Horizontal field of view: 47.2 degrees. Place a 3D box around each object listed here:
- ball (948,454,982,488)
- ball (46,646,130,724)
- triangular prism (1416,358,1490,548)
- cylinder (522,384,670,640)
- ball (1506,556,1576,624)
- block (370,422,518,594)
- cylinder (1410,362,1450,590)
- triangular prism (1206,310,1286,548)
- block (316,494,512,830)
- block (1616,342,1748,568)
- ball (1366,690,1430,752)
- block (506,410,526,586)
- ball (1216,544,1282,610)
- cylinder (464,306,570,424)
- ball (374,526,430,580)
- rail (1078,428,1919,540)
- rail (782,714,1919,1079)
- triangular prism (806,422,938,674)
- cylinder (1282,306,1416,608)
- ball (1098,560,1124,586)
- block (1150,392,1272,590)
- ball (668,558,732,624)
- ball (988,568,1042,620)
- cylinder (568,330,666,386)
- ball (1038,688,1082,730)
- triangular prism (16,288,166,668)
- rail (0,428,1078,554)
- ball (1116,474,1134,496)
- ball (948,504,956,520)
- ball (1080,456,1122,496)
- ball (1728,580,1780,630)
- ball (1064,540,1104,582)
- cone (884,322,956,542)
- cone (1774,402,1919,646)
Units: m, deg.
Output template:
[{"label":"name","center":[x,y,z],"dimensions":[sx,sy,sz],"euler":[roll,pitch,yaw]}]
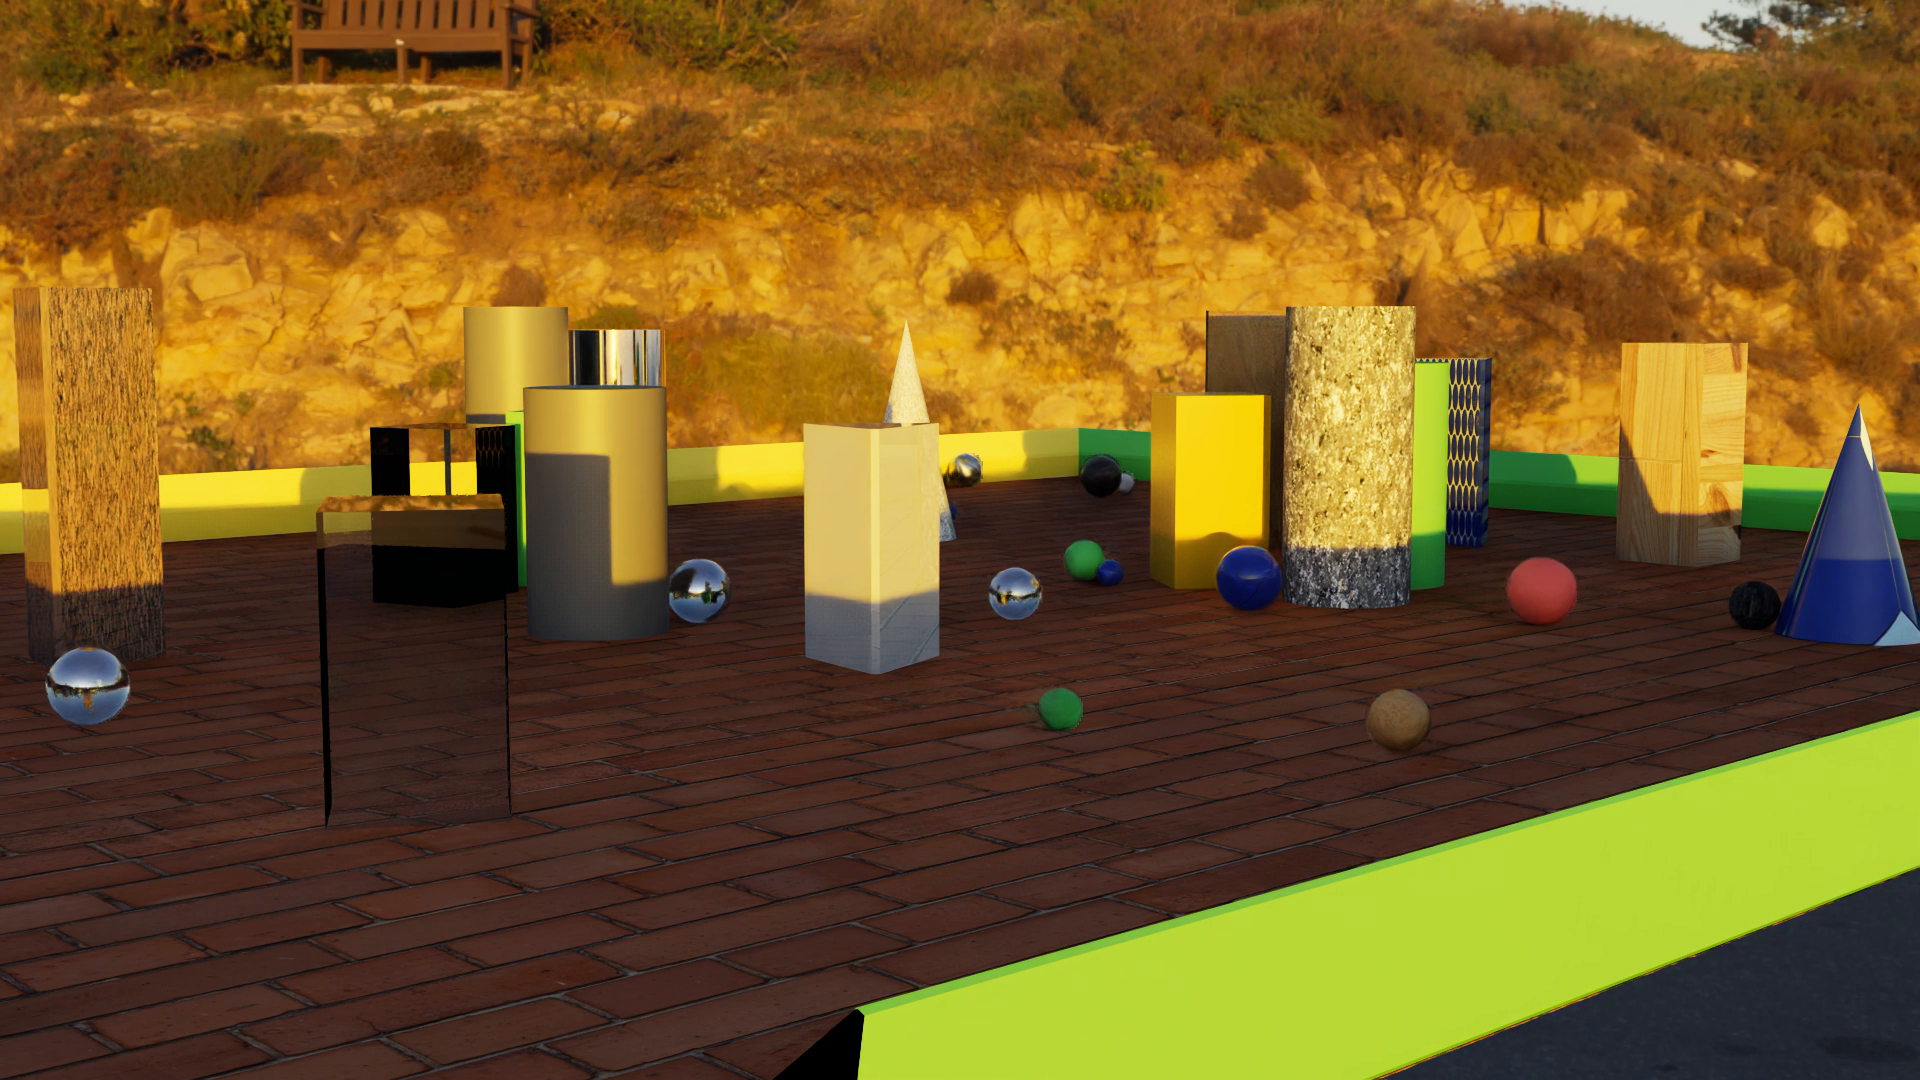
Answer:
[{"label":"ball","center":[0.013,-0.174,5.518],"dimensions":[0.085,0.085,0.085],"euler":[0,6,0]},{"label":"ball","center":[-0.938,0.157,2.365],"dimensions":[0.084,0.084,0.084],"euler":[0,6,0]},{"label":"triangular prism","center":[0.970,-0.172,4.220],"dimensions":[0.146,0.352,0.169],"euler":[-6,8,-42]},{"label":"cylinder","center":[-0.502,-0.042,3.043],"dimensions":[0.195,0.338,0.195],"euler":[0,6,0]},{"label":"ball","center":[0.823,0.072,3.116],"dimensions":[0.096,0.096,0.096],"euler":[0,6,0]},{"label":"block","center":[-0.803,-0.046,3.431],"dimensions":[0.156,0.264,0.156],"euler":[3,7,26]},{"label":"cylinder","center":[0.694,-0.109,3.581],"dimensions":[0.195,0.359,0.195],"euler":[0,6,0]},{"label":"triangular prism","center":[0.551,-0.212,4.163],"dimensions":[0.169,0.443,0.146],"euler":[1,6,8]},{"label":"block","center":[-0.485,0.103,1.964],"dimensions":[0.156,0.274,0.156],"euler":[-1,6,-13]},{"label":"block","center":[1.280,-0.156,3.903],"dimensions":[0.156,0.386,0.156],"euler":[-6,8,-44]},{"label":"ball","center":[0.443,0.182,2.220],"dimensions":[0.063,0.063,0.063],"euler":[0,6,0]},{"label":"block","center":[-0.634,-0.072,3.597],"dimensions":[0.156,0.281,0.156],"euler":[2,6,14]},{"label":"ball","center":[0.429,0.056,3.269],"dimensions":[0.097,0.097,0.097],"euler":[0,6,0]},{"label":"cylinder","center":[-0.844,-0.219,4.198],"dimensions":[0.195,0.449,0.195],"euler":[0,6,0]},{"label":"ball","center":[-0.921,0.022,3.634],"dimensions":[0.088,0.088,0.088],"euler":[0,6,0]},{"label":"rail","center":[1.446,-0.106,4.659],"dimensions":[0.045,0.127,3.378],"euler":[-5,8,-42]},{"label":"rail","center":[1.129,0.161,2.115],"dimensions":[3.984,0.127,0.045],"euler":[-5,8,-42]},{"label":"triangular prism","center":[-0.089,0.004,2.788],"dimensions":[0.146,0.300,0.169],"euler":[-4,7,-34]},{"label":"cylinder","center":[0.593,-0.131,3.359],"dimensions":[0.195,0.449,0.195],"euler":[0,6,0]},{"label":"ball","center":[0.244,0.053,3.552],"dimensions":[0.043,0.043,0.043],"euler":[0,6,0]},{"label":"block","center":[0.407,-0.084,3.588],"dimensions":[0.156,0.308,0.156],"euler":[-1,6,-10]},{"label":"ball","center":[-0.371,0.072,3.129],"dimensions":[0.092,0.092,0.092],"euler":[0,6,0]},{"label":"ball","center":[0.079,0.078,3.160],"dimensions":[0.076,0.076,0.076],"euler":[0,6,0]},{"label":"cylinder","center":[-0.684,-0.216,4.386],"dimensions":[0.195,0.405,0.195],"euler":[0,6,0]},{"label":"ball","center":[0.106,0.179,2.332],"dimensions":[0.046,0.046,0.046],"euler":[0,6,0]},{"label":"triangular prism","center":[-1.089,-0.082,2.782],"dimensions":[0.146,0.471,0.169],"euler":[-4,7,-33]},{"label":"rail","center":[-1.129,-0.095,4.549],"dimensions":[3.984,0.127,0.045],"euler":[-5,8,-42]},{"label":"ball","center":[0.394,-0.133,5.285],"dimensions":[0.052,0.052,0.052],"euler":[0,6,0]},{"label":"ball","center":[-0.028,-0.057,4.600],"dimensions":[0.043,0.043,0.043],"euler":[0,6,0]},{"label":"ball","center":[0.336,-0.151,5.239],"dimensions":[0.097,0.097,0.097],"euler":[0,6,0]},{"label":"ball","center":[1.109,0.091,3.068],"dimensions":[0.069,0.069,0.069],"euler":[0,6,0]},{"label":"ball","center":[0.204,0.034,3.619],"dimensions":[0.068,0.068,0.068],"euler":[0,6,0]},{"label":"cone","center":[-0.104,-0.215,4.280],"dimensions":[0.195,0.425,0.195],"euler":[0,6,0]},{"label":"cone","center":[1.221,-0.028,3.003],"dimensions":[0.195,0.319,0.195],"euler":[0,6,0]}]
